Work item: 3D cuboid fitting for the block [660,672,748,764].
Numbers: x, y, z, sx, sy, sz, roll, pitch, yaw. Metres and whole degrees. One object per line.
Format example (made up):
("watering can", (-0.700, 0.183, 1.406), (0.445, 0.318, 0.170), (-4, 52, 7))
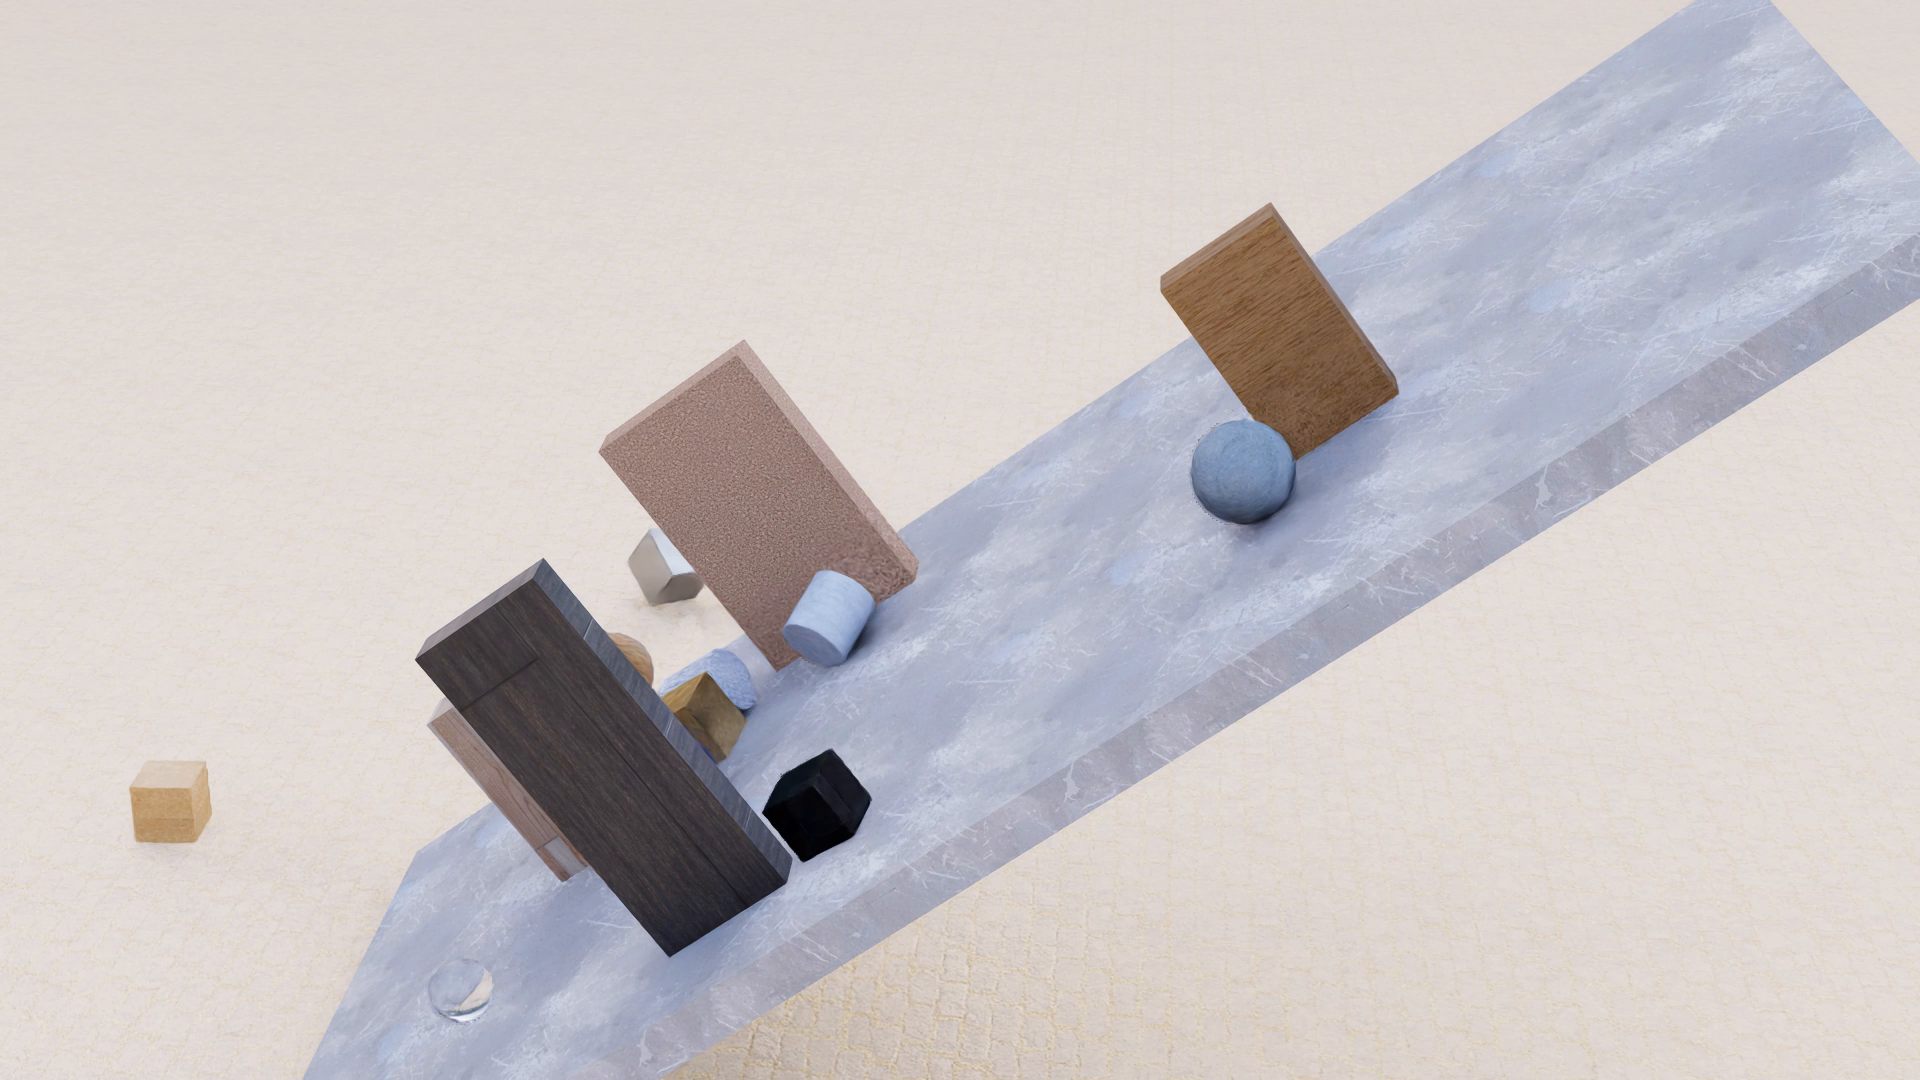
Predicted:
("block", (-0.618, 0.432, 6.773), (0.156, 0.156, 0.156), (-30, 17, 27))

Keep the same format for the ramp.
("ramp", (0.132, 0.177, 6.315), (4.000, 0.100, 2.000), (-33, 16, 16))

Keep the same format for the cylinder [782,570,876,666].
("cylinder", (-0.299, 0.180, 6.728), (0.158, 0.158, 0.158), (13, 59, 30))

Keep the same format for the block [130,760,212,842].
("block", (-2.156, 0.714, 8.038), (0.165, 0.165, 0.165), (1, 22, 1))

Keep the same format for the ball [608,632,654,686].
("ball", (-0.894, 0.343, 7.589), (0.209, 0.209, 0.209), (0, 22, 0))

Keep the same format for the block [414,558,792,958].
("block", (-0.688, 0.431, 5.741), (0.297, 0.789, 0.103), (-33, 16, 16))

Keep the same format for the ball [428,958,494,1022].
("ball", (-1.069, 0.962, 6.295), (0.137, 0.137, 0.137), (0, 22, 0))

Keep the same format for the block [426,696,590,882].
("block", (-0.891, 0.471, 6.653), (0.387, 0.484, 0.131), (-33, 16, 16))

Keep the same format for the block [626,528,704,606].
("block", (-0.926, 0.077, 9.469), (0.180, 0.180, 0.180), (-11, 62, -41))

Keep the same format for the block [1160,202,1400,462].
("block", (0.634, -0.408, 5.840), (0.265, 0.446, 0.103), (-33, 16, 16))

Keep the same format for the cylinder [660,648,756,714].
("cylinder", (-0.594, 0.360, 6.914), (0.160, 0.160, 0.160), (-30, 10, 25))

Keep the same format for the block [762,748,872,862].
("block", (-0.281, 0.523, 5.802), (0.134, 0.134, 0.134), (-30, 17, 28))

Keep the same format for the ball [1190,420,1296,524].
("ball", (0.548, -0.132, 5.698), (0.203, 0.203, 0.203), (0, 22, 0))

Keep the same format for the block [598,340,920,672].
("block", (-0.468, -0.076, 6.906), (0.413, 0.681, 0.114), (-33, 16, 16))
